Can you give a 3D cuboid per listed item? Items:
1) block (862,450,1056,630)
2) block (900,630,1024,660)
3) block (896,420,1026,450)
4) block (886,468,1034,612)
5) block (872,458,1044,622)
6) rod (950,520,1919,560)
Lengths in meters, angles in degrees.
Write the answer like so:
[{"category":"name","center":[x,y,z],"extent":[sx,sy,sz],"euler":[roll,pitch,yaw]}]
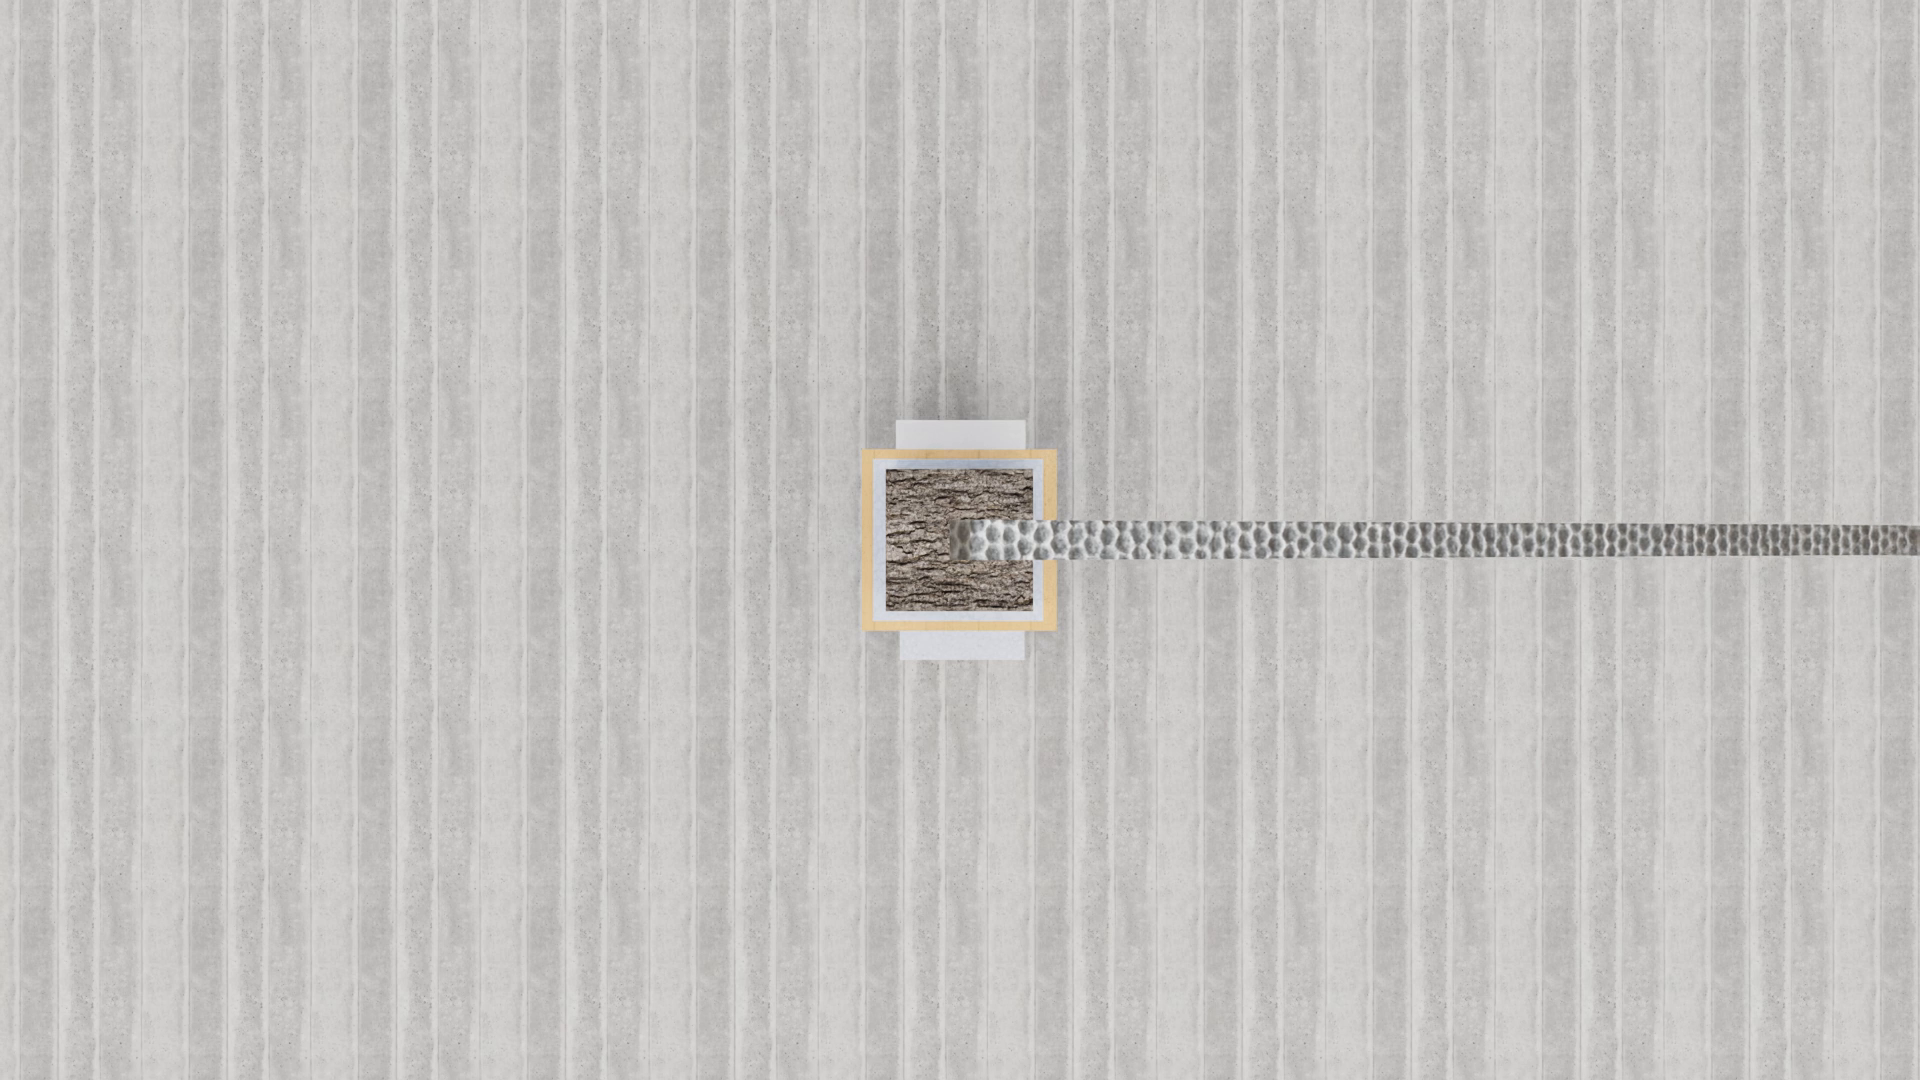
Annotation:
[{"category":"block","center":[-0.003,0.000,11.015],"extent":[0.936,0.953,0.870],"euler":[0,90,0]},{"category":"block","center":[0.012,0.352,12.648],"extent":[0.697,0.703,0.636],"euler":[0,90,0]},{"category":"block","center":[0.004,-0.323,12.644],"extent":[0.723,0.713,0.695],"euler":[0,90,0]},{"category":"block","center":[-0.002,0.000,8.909],"extent":[0.577,0.647,0.556],"euler":[0,90,0]},{"category":"block","center":[-0.008,0.000,9.619],"extent":[0.714,0.772,0.681],"euler":[0,90,0]},{"category":"rod","center":[2.212,0.000,5.718],"extent":[5.200,0.080,0.080],"euler":[0,90,-32]}]
